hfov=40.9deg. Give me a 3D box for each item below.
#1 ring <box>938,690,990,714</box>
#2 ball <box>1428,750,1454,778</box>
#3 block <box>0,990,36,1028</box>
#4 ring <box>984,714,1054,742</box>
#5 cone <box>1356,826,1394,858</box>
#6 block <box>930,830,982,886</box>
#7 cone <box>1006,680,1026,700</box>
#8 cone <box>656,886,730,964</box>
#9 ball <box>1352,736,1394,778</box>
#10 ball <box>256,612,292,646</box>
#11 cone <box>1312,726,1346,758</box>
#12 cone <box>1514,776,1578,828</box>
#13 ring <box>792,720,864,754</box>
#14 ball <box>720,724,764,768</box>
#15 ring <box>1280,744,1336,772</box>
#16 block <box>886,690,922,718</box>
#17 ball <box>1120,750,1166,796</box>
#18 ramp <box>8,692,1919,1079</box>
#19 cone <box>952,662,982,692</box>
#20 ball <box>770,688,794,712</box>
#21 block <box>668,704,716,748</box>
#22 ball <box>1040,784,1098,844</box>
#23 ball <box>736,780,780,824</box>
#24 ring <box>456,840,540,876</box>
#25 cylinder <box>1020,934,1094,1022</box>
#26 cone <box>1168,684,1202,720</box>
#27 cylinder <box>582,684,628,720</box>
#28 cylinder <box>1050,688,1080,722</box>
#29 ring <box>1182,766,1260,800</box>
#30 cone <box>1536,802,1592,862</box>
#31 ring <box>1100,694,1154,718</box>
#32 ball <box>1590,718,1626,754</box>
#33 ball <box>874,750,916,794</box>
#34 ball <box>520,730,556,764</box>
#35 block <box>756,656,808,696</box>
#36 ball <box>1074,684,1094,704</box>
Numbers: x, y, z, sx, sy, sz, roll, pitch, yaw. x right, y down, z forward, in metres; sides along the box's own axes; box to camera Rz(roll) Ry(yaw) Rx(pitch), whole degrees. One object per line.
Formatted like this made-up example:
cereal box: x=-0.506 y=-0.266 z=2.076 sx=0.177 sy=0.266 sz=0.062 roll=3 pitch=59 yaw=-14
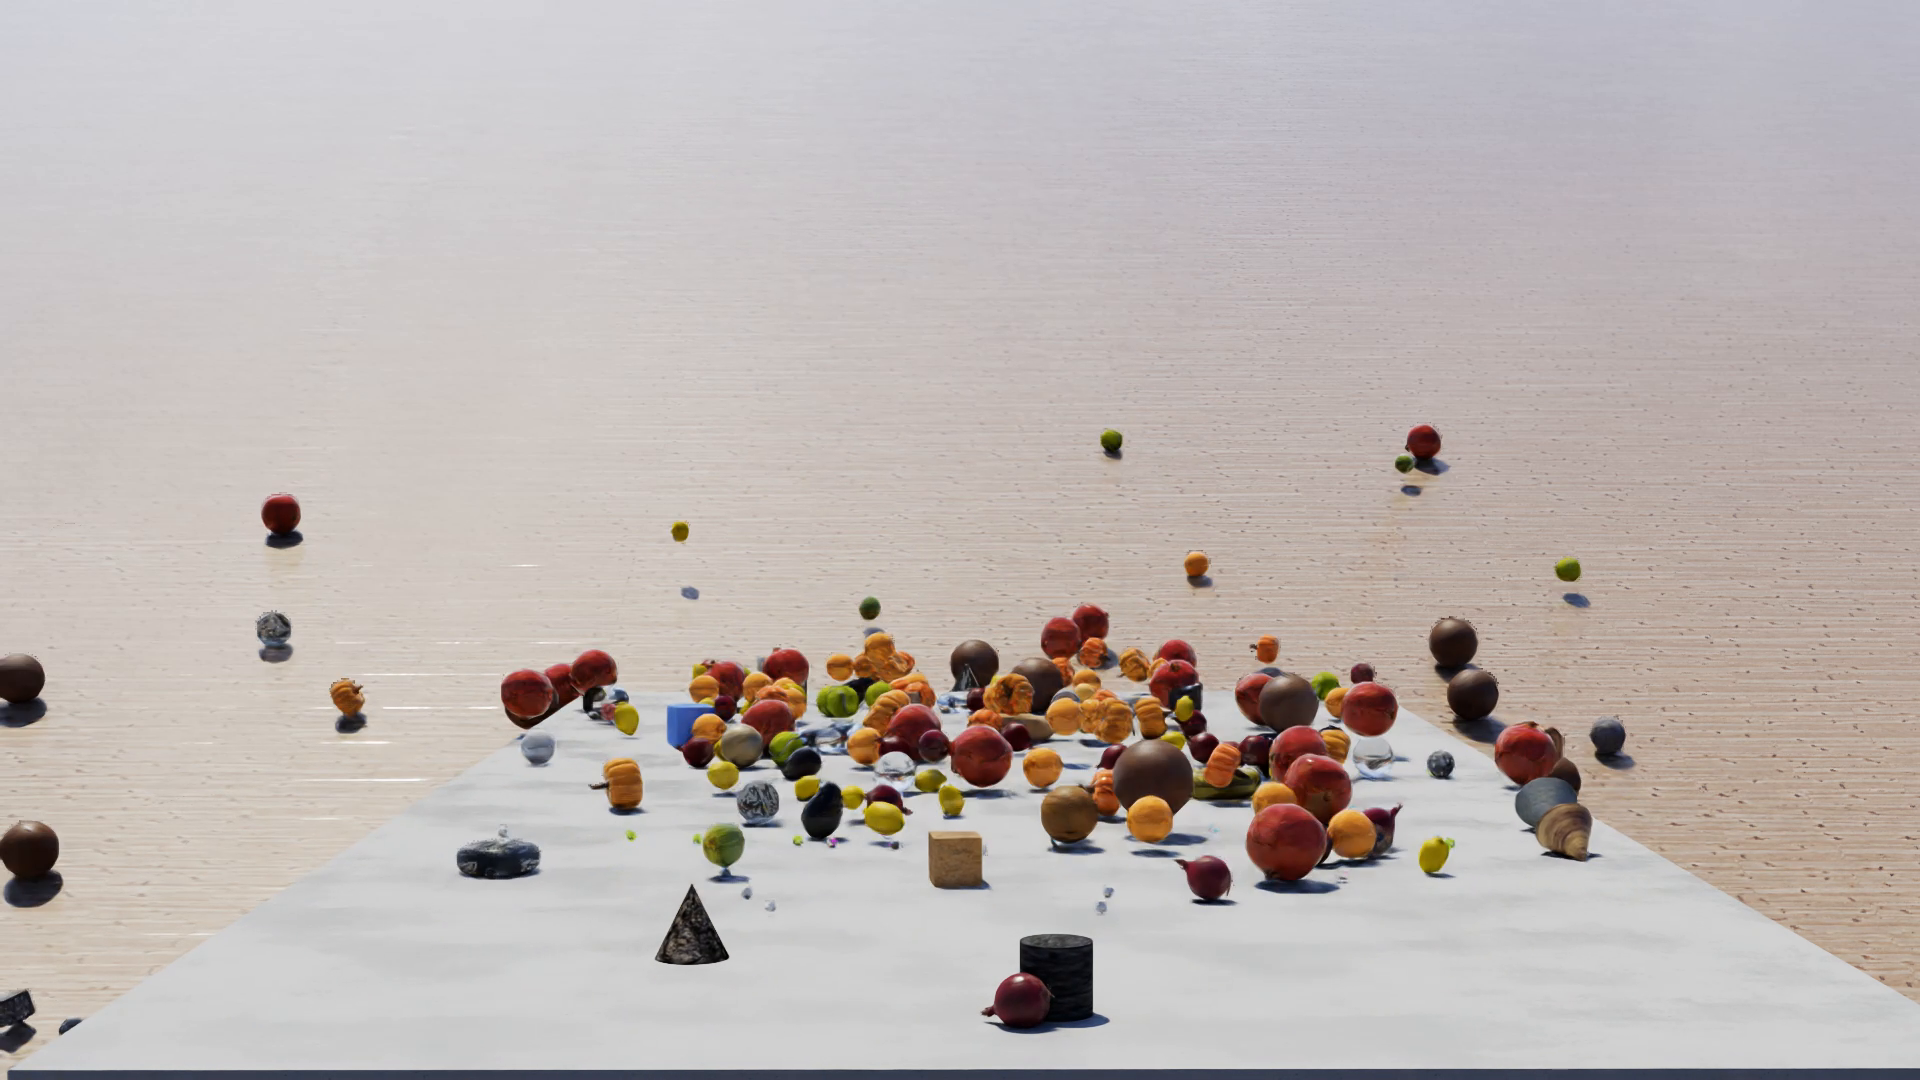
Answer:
ring: x=0.009 y=0.381 z=6.050 sx=0.124 sy=0.041 sz=0.124 roll=0 pitch=6 yaw=0
ball: x=0.901 y=0.419 z=4.824 sx=0.050 sy=0.050 sz=0.050 roll=0 pitch=24 yaw=0
block: x=-1.969 y=0.974 z=5.359 sx=0.054 sy=0.054 sz=0.054 roll=-16 pitch=8 yaw=30
ring: x=0.126 y=0.398 z=5.455 sx=0.149 sy=0.050 sz=0.149 roll=1 pitch=2 yaw=0
cone: x=0.612 y=0.464 z=3.859 sx=0.058 sy=0.058 sz=0.058 roll=13 pitch=19 yaw=26
block: x=-0.007 y=0.451 z=3.651 sx=0.068 sy=0.068 sz=0.068 roll=0 pitch=2 yaw=-7
cone: x=0.139 y=0.379 z=6.307 sx=0.051 sy=0.051 sz=0.051 roll=0 pitch=24 yaw=0
cone: x=-0.323 y=0.459 z=3.108 sx=0.090 sy=0.090 sz=0.090 roll=0 pitch=2 yaw=0
ball: x=0.773 y=0.405 z=4.820 sx=0.078 sy=0.078 sz=0.078 roll=0 pitch=24 yaw=0
ball: x=-1.857 y=0.243 z=6.972 sx=0.093 sy=0.093 sz=0.093 roll=0 pitch=24 yaw=0
cone: x=0.740 y=0.418 z=5.127 sx=0.068 sy=0.068 sz=0.068 roll=-2 pitch=45 yaw=-5
cone: x=0.941 y=0.447 z=4.104 sx=0.100 sy=0.100 sz=0.100 roll=1 pitch=29 yaw=2
ring: x=-0.269 y=0.400 z=5.244 sx=0.149 sy=0.050 sz=0.149 roll=-7 pitch=4 yaw=1
ball: x=-0.421 y=0.397 z=4.976 sx=0.084 sy=0.084 sz=0.084 roll=0 pitch=24 yaw=0
ring: x=0.654 y=0.419 z=4.940 sx=0.131 sy=0.044 sz=0.131 roll=0 pitch=3 yaw=0
block: x=-0.128 y=0.378 z=5.911 sx=0.057 sy=0.057 sz=0.057 roll=1 pitch=2 yaw=30
ball: x=0.322 y=0.411 z=4.546 sx=0.082 sy=0.082 sz=0.082 roll=0 pitch=24 yaw=0
ramp: x=0.056 y=0.504 z=4.548 sx=2.000 sy=0.100 sz=4.000 roll=0 pitch=2 yaw=0
cone: x=0.015 y=0.344 z=6.295 sx=0.098 sy=0.098 sz=0.098 roll=0 pitch=2 yaw=0
ball: x=-0.416 y=0.374 z=6.018 sx=0.059 sy=0.059 sz=0.059 roll=0 pitch=24 yaw=0
block: x=-0.558 y=0.386 z=5.351 sx=0.082 sy=0.082 sz=0.082 roll=-1 pitch=2 yaw=-19
ball: x=0.168 y=0.422 z=3.964 sx=0.090 sy=0.090 sz=0.090 roll=0 pitch=24 yaw=0
ball: x=-0.331 y=0.430 z=4.226 sx=0.070 sy=0.070 sz=0.070 roll=0 pitch=24 yaw=0
ring: x=-0.671 y=0.462 z=3.747 sx=0.122 sy=0.041 sz=0.122 roll=-1 pitch=1 yaw=0
cylinder: x=0.105 y=0.475 z=2.797 sx=0.080 sy=0.080 sz=0.080 roll=0 pitch=2 yaw=0
cone: x=0.503 y=0.330 z=5.546 sx=0.082 sy=0.082 sz=0.082 roll=15 pitch=49 yaw=-18
cylinder: x=-0.808 y=0.369 z=5.870 sx=0.076 sy=0.076 sz=0.076 roll=13 pitch=6 yaw=26
cylinder: x=0.240 y=0.375 z=5.844 sx=0.068 sy=0.068 sz=0.068 roll=1 pitch=2 yaw=3
ring: x=0.461 y=0.430 z=4.559 sx=0.141 sy=0.047 sz=0.141 roll=-4 pitch=2 yaw=0
cone: x=0.922 y=0.457 z=3.868 sx=0.090 sy=0.090 sz=0.090 roll=-4 pitch=29 yaw=-8
ring: x=0.379 y=0.379 z=5.859 sx=0.127 sy=0.042 sz=0.127 roll=-6 pitch=-9 yaw=-1
ball: x=1.618 y=0.488 z=6.434 sx=0.088 sy=0.088 sz=0.088 roll=0 pitch=24 yaw=0
ball: x=-0.115 y=0.415 z=4.604 sx=0.075 sy=0.075 sz=0.075 roll=0 pitch=24 yaw=0
ball: x=-0.825 y=0.404 z=5.036 sx=0.067 sy=0.067 sz=0.067 roll=0 pitch=24 yaw=0
block: x=-0.447 y=0.341 z=6.486 sx=0.092 sy=0.092 sz=0.092 roll=1 pitch=2 yaw=30
ball: x=0.299 y=0.371 z=6.211 sx=0.051 sy=0.051 sz=0.051 roll=0 pitch=24 yaw=0
